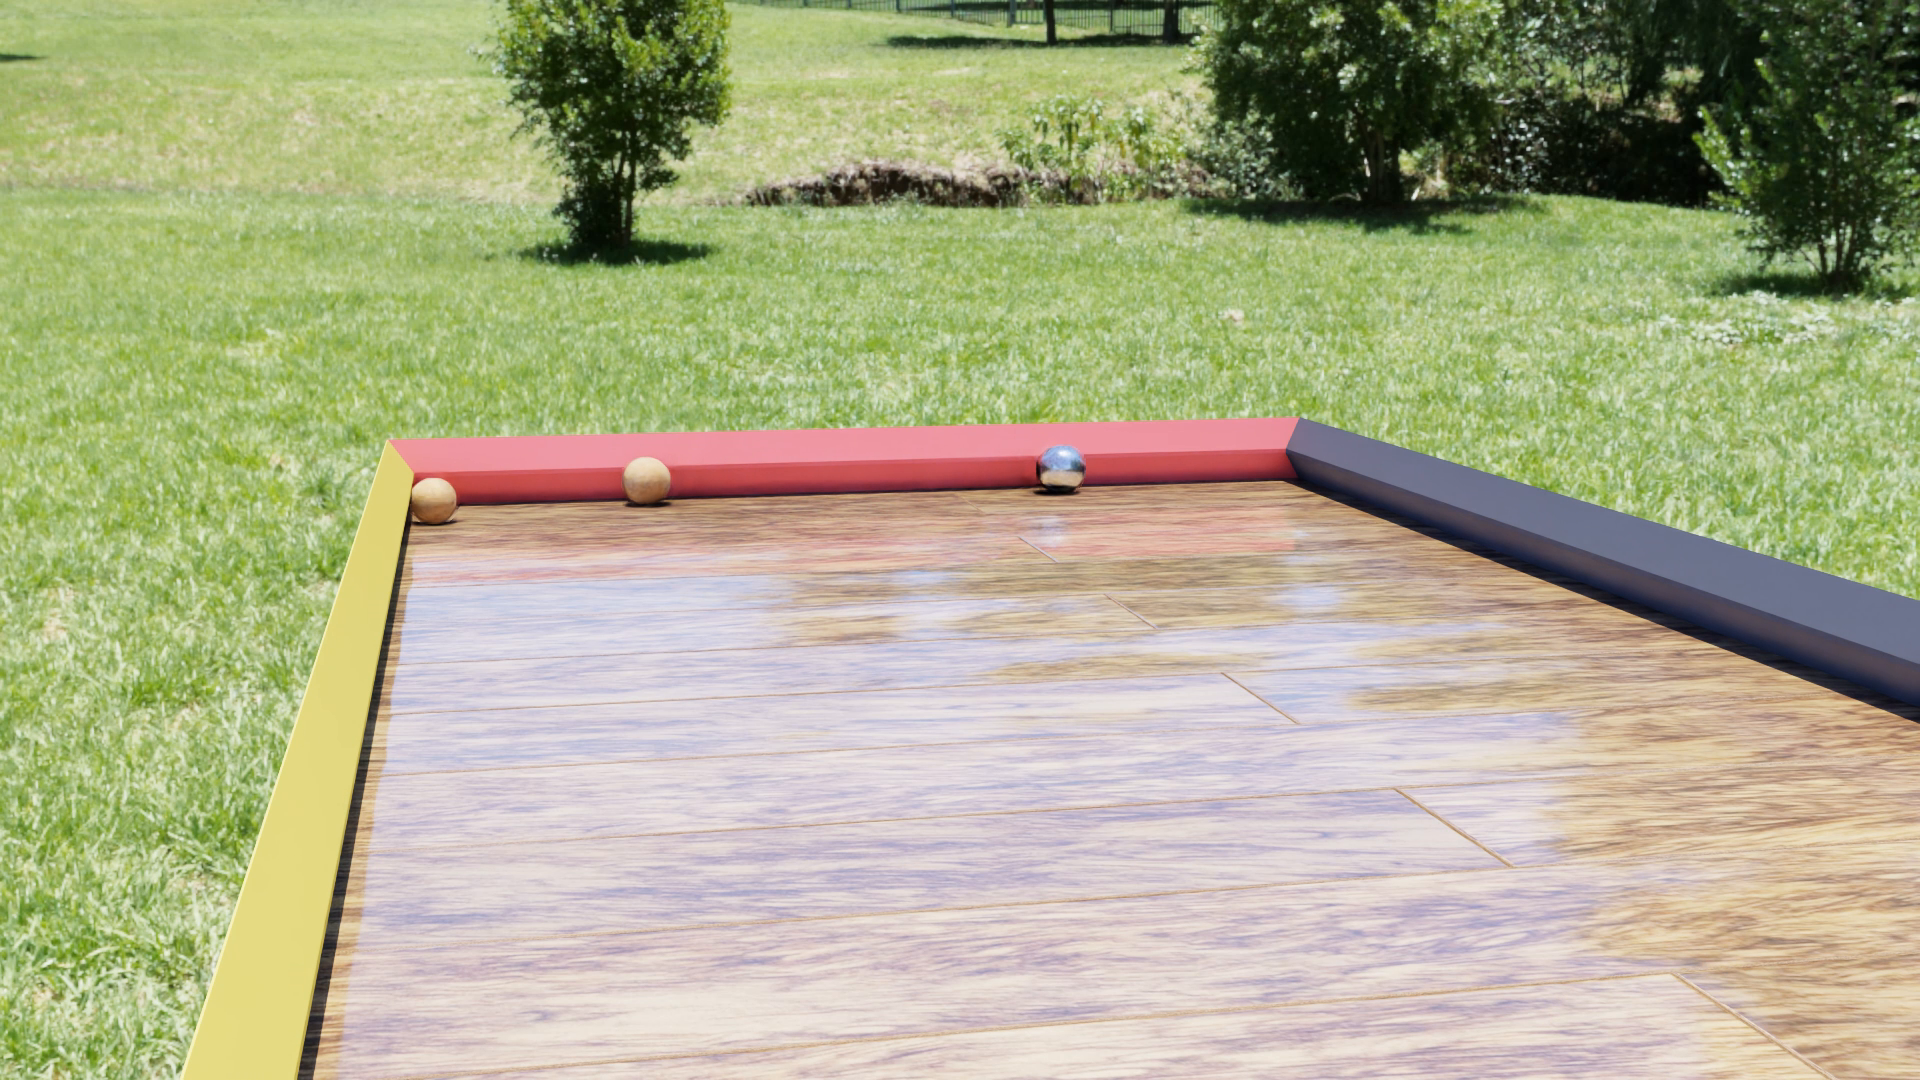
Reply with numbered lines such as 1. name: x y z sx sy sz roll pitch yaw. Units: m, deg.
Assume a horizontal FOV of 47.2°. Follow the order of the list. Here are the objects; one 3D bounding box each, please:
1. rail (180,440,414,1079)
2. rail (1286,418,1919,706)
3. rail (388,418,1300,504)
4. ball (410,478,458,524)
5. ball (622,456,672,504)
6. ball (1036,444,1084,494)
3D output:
1. rail: -0.627 0.147 2.263 0.045 0.115 3.306 -2 10 -12
2. rail: 0.979 0.090 2.609 0.045 0.115 3.306 -2 10 -12
3. rail: -0.171 -0.144 4.006 1.691 0.115 0.045 -2 10 -12
4. ball: -0.875 -0.066 3.656 0.078 0.078 0.078 0 9 0
5. ball: -0.550 -0.104 3.864 0.085 0.085 0.085 0 9 0
6. ball: 0.183 -0.130 4.004 0.088 0.088 0.088 0 9 0
